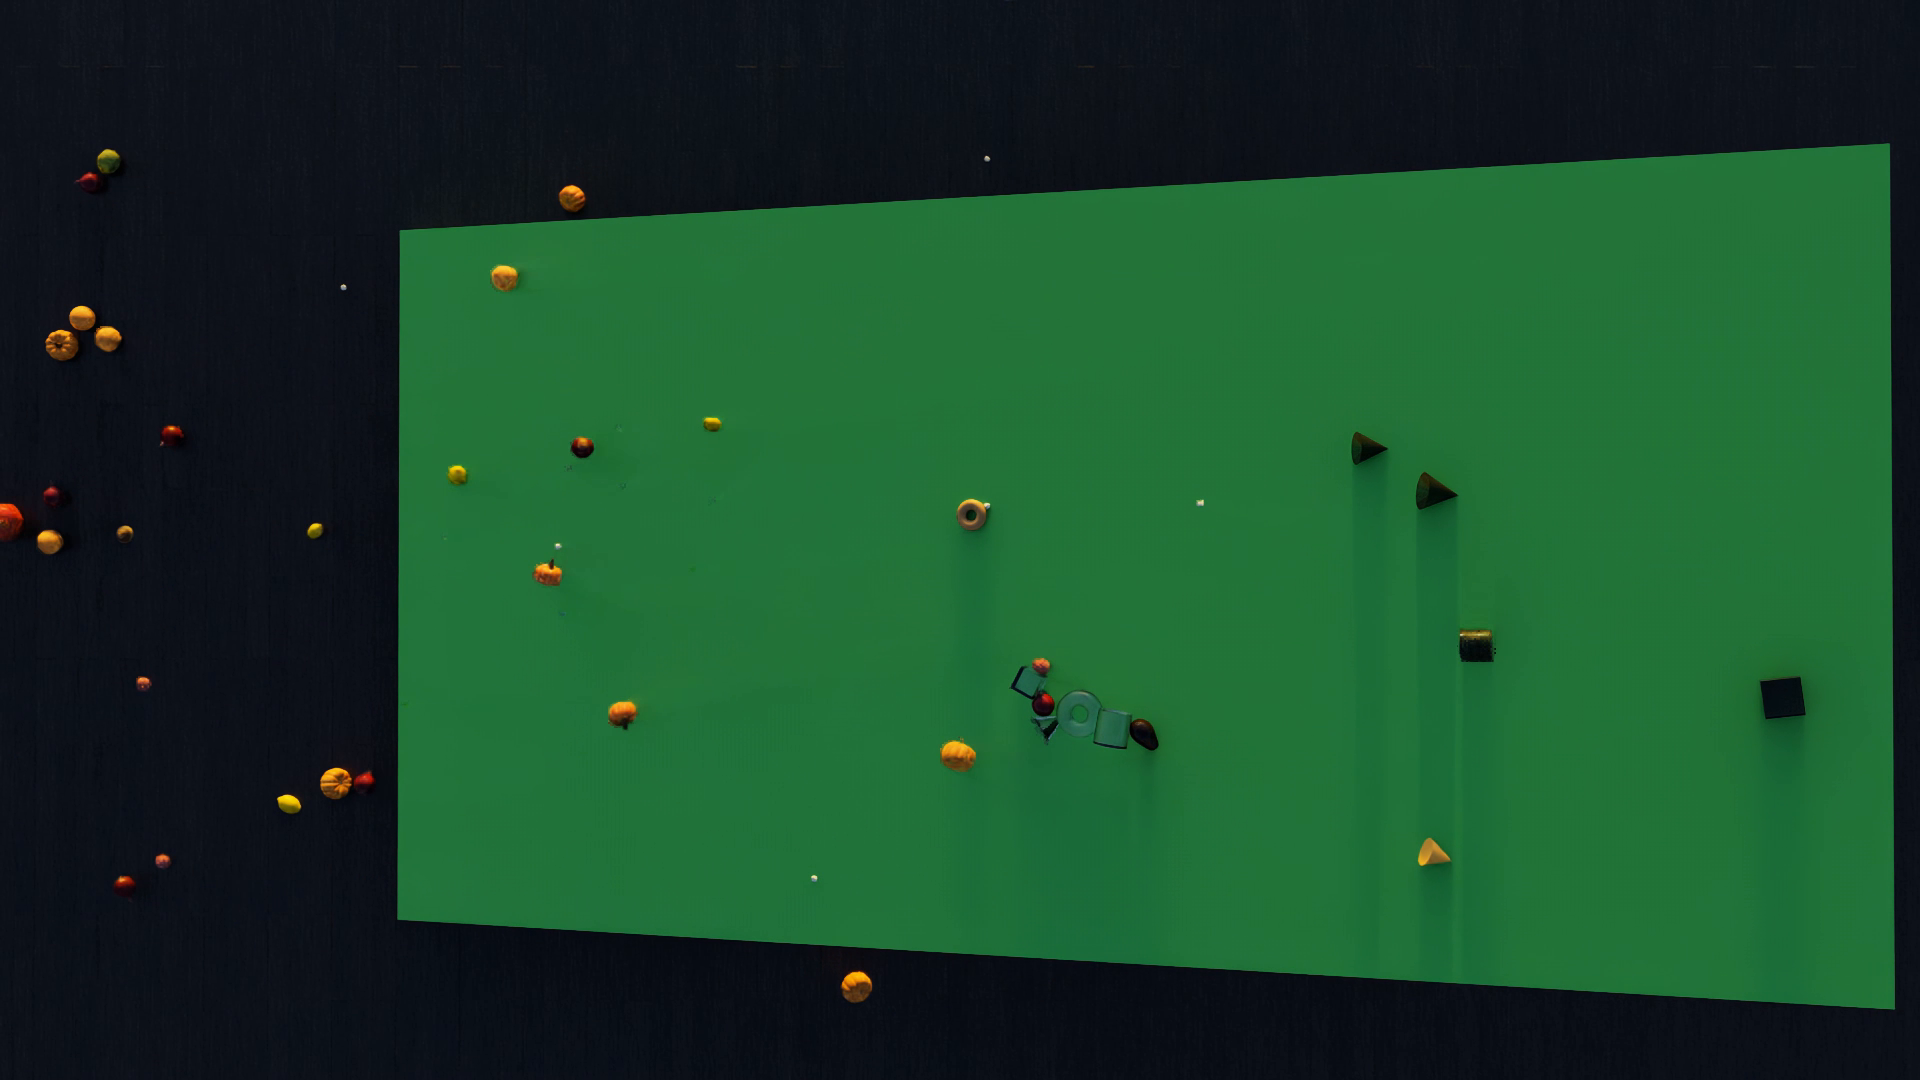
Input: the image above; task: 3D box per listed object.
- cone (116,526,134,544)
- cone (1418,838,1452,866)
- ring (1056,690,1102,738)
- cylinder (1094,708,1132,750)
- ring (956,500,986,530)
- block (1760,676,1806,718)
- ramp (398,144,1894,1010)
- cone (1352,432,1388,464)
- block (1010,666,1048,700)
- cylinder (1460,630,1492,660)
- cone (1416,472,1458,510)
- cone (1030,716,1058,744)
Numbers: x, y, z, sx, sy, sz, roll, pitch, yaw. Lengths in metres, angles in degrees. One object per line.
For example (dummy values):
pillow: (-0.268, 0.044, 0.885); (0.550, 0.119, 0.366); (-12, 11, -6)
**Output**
cone: (-2.460, -0.017, 6.451); (0.052, 0.052, 0.052); (0, 89, 0)
cone: (1.174, 0.776, 5.389); (0.072, 0.072, 0.072); (21, 89, -9)
ring: (0.310, 0.450, 5.687); (0.125, 0.042, 0.125); (0, 90, 18)
cylinder: (0.391, 0.483, 5.633); (0.088, 0.088, 0.088); (10, 93, 0)
ring: (0.031, -0.066, 5.797); (0.084, 0.028, 0.084); (0, 90, 20)
block: (1.912, 0.365, 5.111); (0.087, 0.087, 0.087); (-8, 87, 19)
ramp: (0.279, 0.091, 5.777); (4.000, 0.100, 2.000); (0, 89, 19)
cone: (1.023, -0.227, 5.452); (0.082, 0.082, 0.082); (0, 89, -8)
block: (0.181, 0.370, 5.720); (0.063, 0.063, 0.063); (29, 98, 17)
cylinder: (1.255, 0.253, 5.347); (0.073, 0.073, 0.073); (-1, 89, 19)
cone: (1.179, -0.115, 5.395); (0.093, 0.093, 0.093); (7, 89, -7)
cone: (0.238, 0.476, 5.714); (0.078, 0.078, 0.078); (-31, 89, -11)
